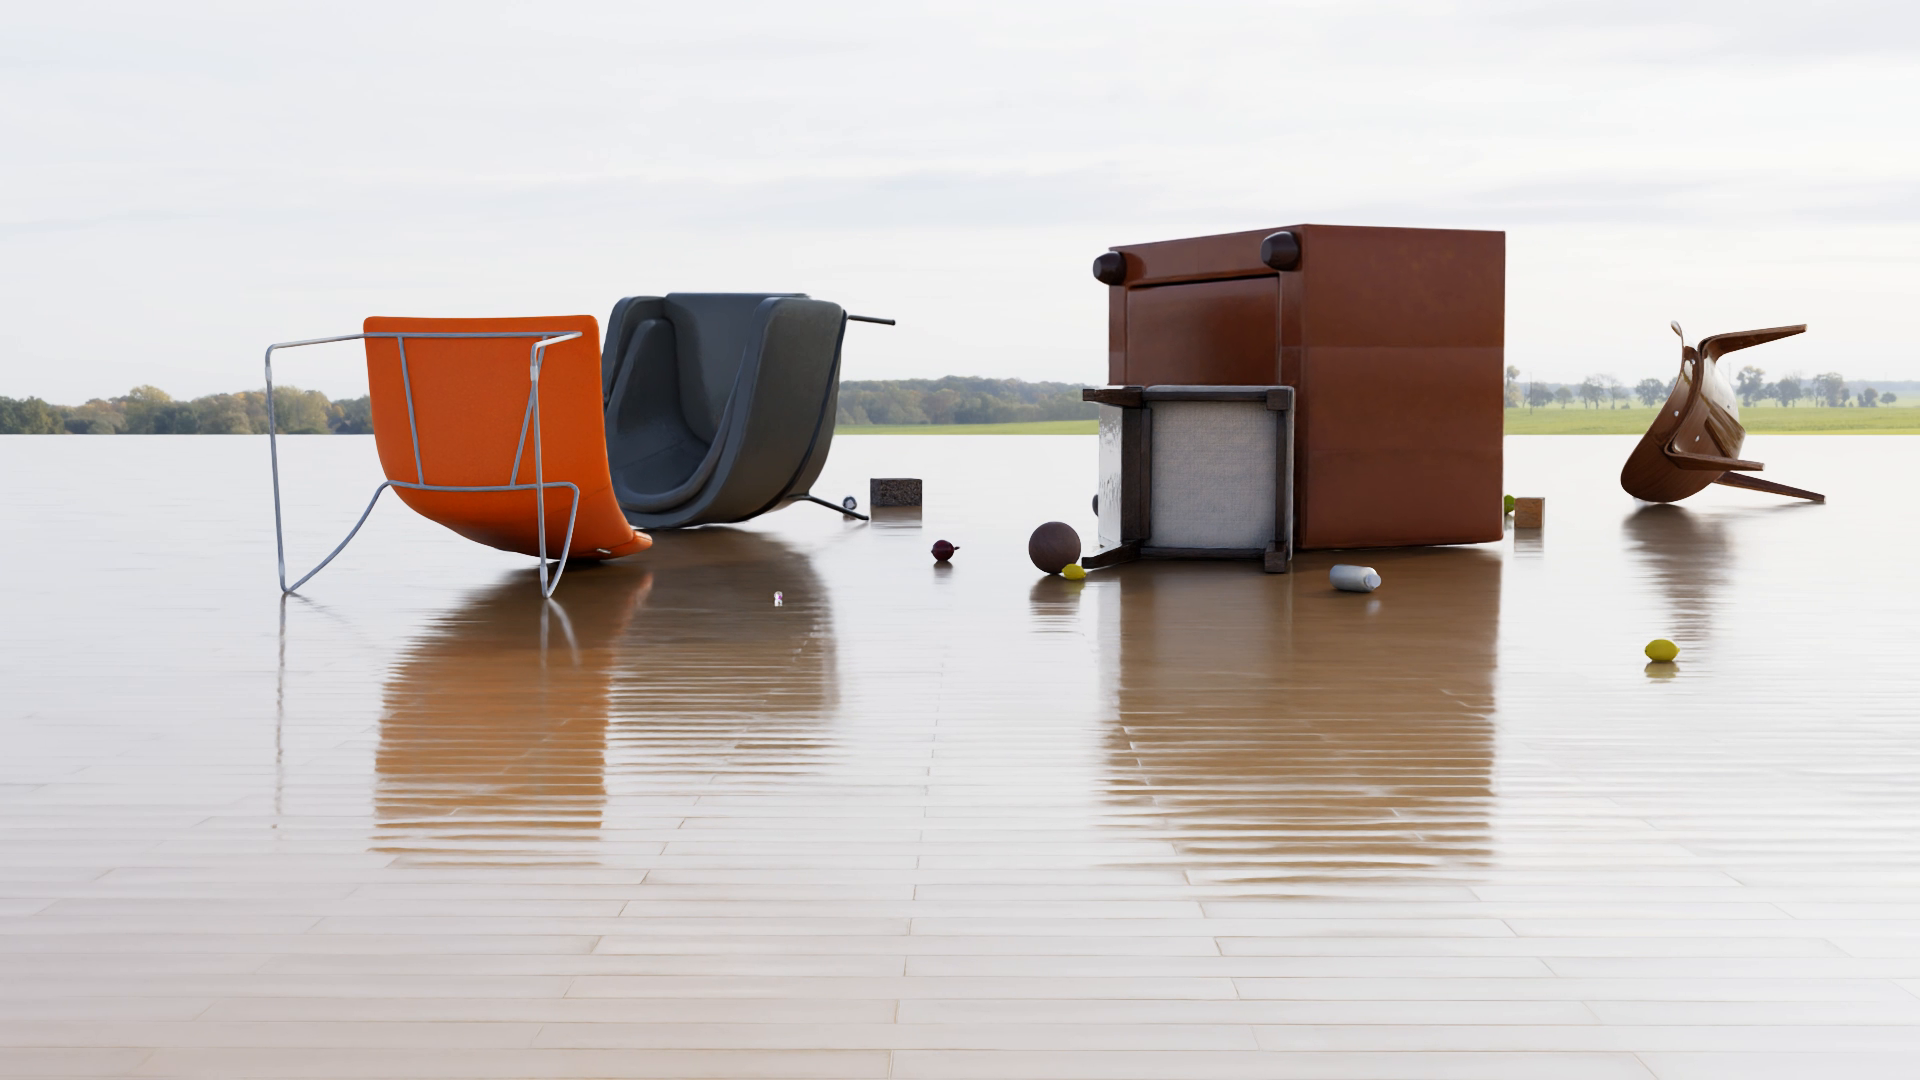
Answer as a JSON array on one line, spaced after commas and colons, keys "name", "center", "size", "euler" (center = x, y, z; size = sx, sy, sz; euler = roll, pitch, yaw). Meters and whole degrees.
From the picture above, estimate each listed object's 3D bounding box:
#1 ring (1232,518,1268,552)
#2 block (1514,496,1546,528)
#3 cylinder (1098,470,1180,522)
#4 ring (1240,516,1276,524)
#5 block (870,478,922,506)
[{"name": "ring", "center": [0.799, -0.014, 6.061], "size": [0.057, 0.095, 0.213], "euler": [20, -8, -8]}, {"name": "block", "center": [1.869, -0.092, 7.211], "size": [0.088, 0.093, 0.134], "euler": [1, 4, 19]}, {"name": "cylinder", "center": [0.604, -0.151, 7.445], "size": [0.230, 0.178, 0.169], "euler": [-1, 35, -16]}, {"name": "ring", "center": [0.999, -0.067, 7.367], "size": [0.128, 0.021, 0.072], "euler": [0, 5, 5]}, {"name": "block", "center": [-0.248, -0.187, 8.526], "size": [0.166, 0.101, 0.168], "euler": [-1, 4, -17]}]
